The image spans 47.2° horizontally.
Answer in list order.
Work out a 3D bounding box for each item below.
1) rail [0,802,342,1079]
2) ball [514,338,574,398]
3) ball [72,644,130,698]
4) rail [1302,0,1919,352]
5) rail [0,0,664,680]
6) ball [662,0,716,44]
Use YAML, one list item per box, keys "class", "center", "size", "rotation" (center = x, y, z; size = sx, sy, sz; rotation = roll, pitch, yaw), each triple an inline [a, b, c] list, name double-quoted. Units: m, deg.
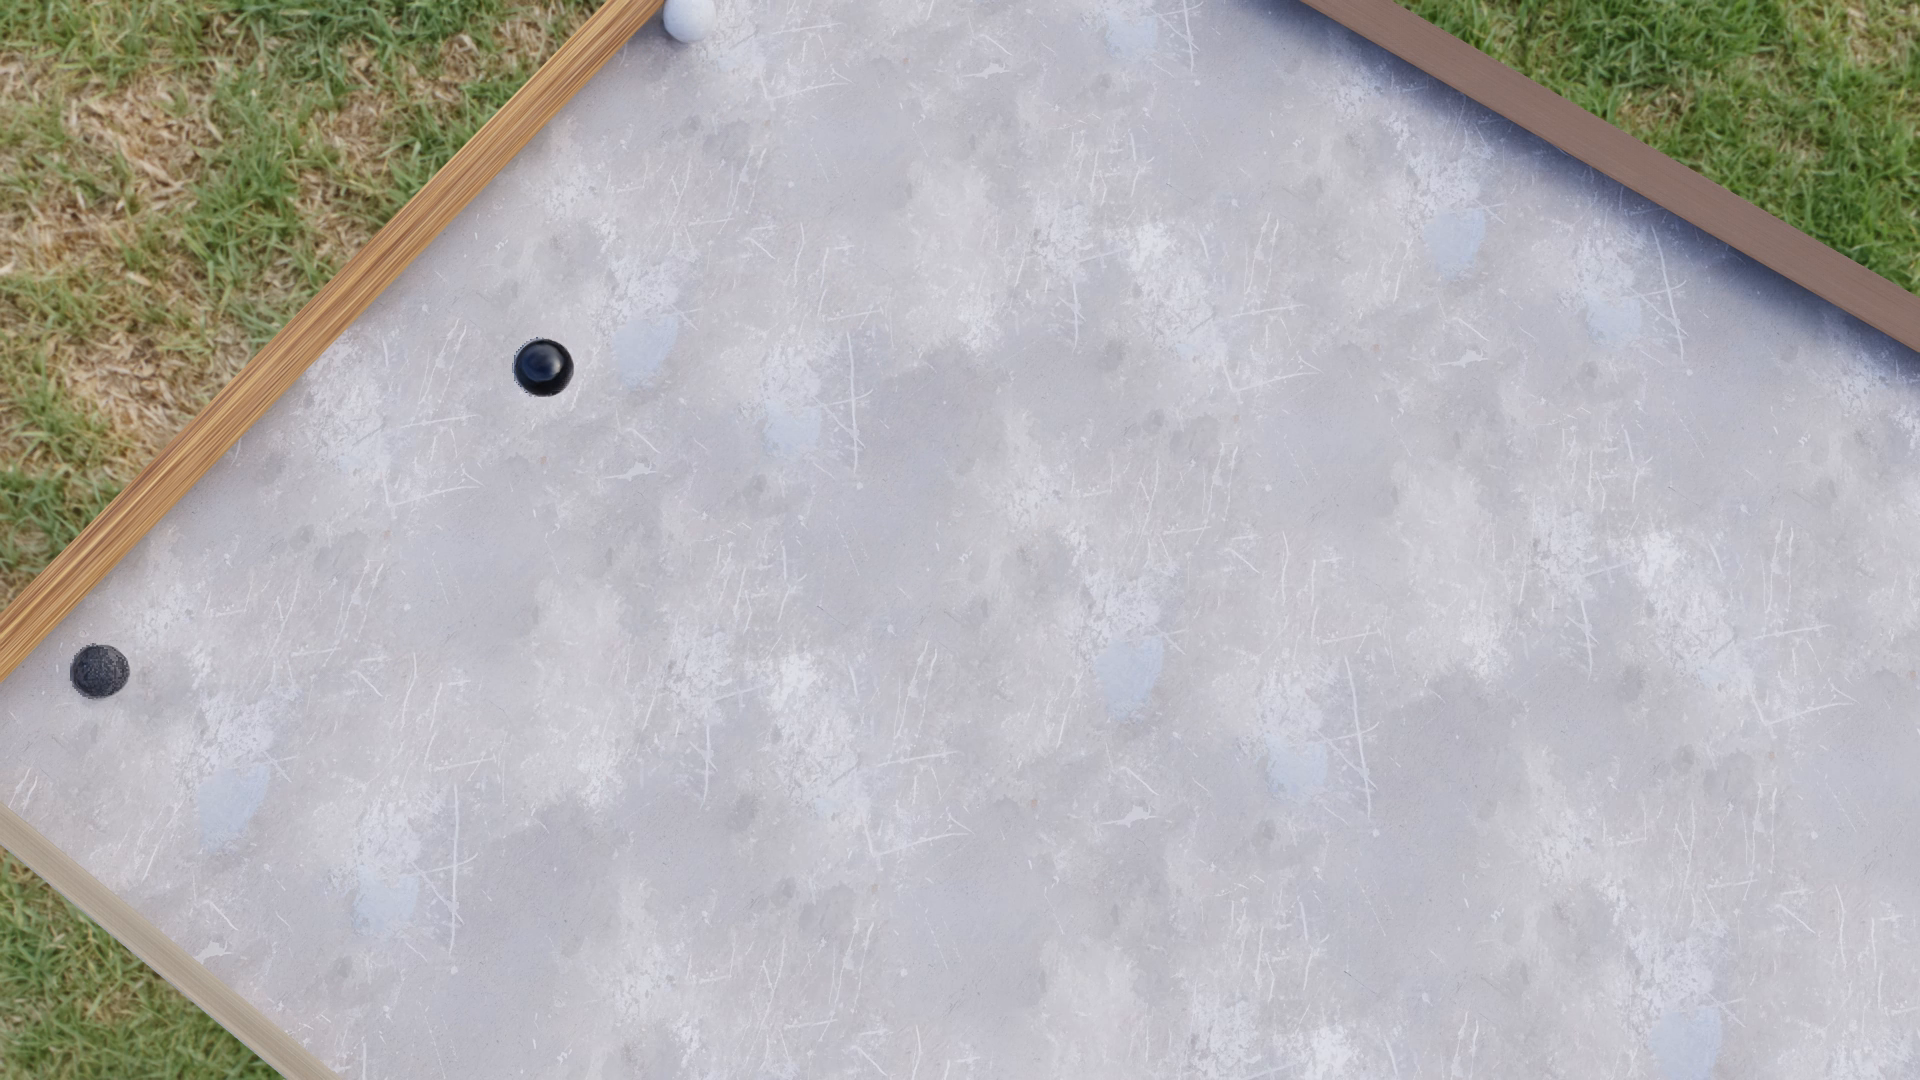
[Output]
- class: "rail"
  center: [0.151, 1.499, 2.839]
  size: [4.401, 0.126, 0.045]
  rotation: [34, 70, 14]
- class: "ball"
  center: [-0.693, -0.287, 3.664]
  size: [0.097, 0.097, 0.097]
  rotation: [0, 66, 0]
- class: "ball"
  center: [-1.347, 0.206, 3.448]
  size: [0.084, 0.084, 0.084]
  rotation: [0, 66, 0]
- class: "rail"
  center: [1.622, -0.323, 3.663]
  size: [4.401, 0.126, 0.045]
  rotation: [34, 70, 14]
- class: "rail"
  center: [-0.867, -0.588, 3.783]
  size: [0.045, 0.126, 2.530]
  rotation: [34, 70, 14]
- class: "ball"
  center: [-0.488, -0.945, 3.962]
  size: [0.096, 0.096, 0.096]
  rotation: [0, 66, 0]
